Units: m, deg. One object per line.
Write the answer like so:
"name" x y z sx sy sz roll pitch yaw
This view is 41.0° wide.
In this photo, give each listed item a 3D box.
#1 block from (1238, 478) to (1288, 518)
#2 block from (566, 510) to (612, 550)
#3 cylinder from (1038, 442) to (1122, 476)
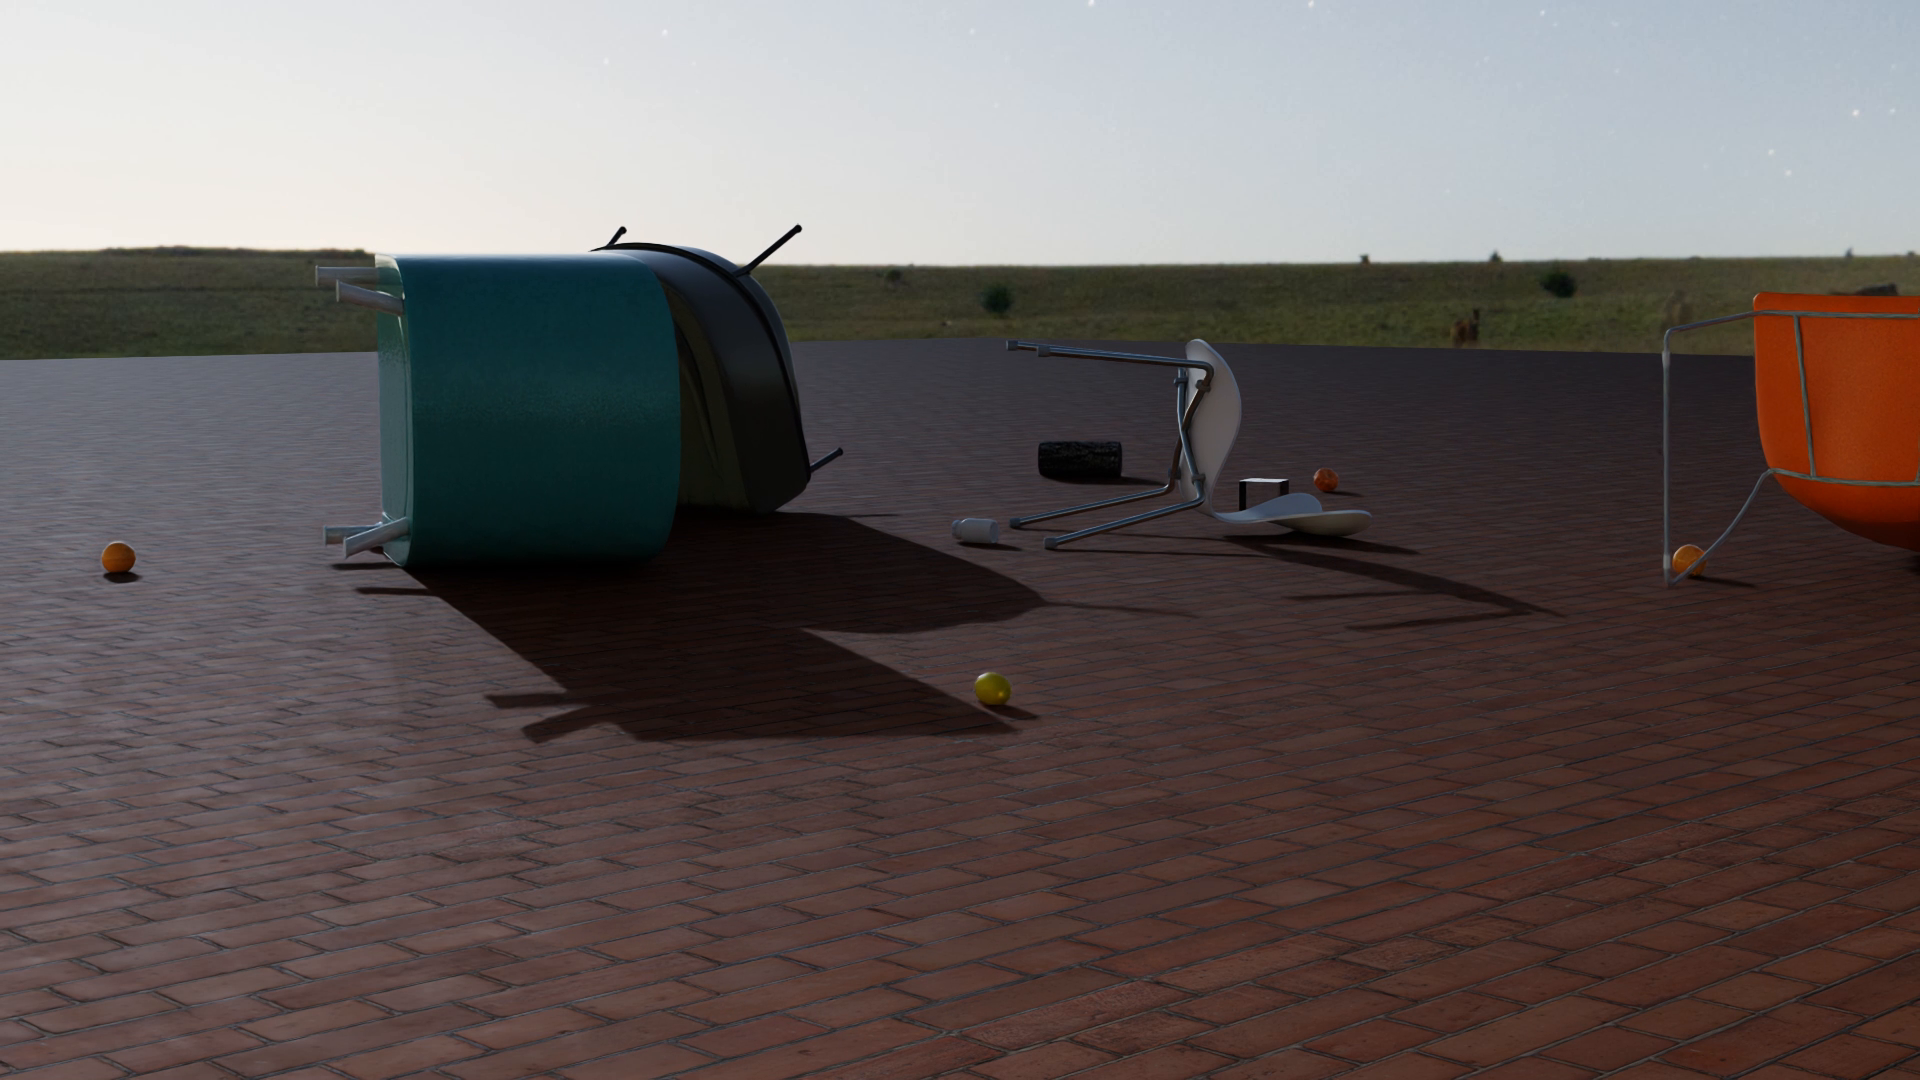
"block" 0.837 -0.116 7.062 0.110 0.097 0.101 3 6 24
"block" -0.905 -0.026 6.247 0.076 0.085 0.080 5 8 39
"cylinder" 0.397 -0.268 8.459 0.261 0.111 0.144 1 -10 10
